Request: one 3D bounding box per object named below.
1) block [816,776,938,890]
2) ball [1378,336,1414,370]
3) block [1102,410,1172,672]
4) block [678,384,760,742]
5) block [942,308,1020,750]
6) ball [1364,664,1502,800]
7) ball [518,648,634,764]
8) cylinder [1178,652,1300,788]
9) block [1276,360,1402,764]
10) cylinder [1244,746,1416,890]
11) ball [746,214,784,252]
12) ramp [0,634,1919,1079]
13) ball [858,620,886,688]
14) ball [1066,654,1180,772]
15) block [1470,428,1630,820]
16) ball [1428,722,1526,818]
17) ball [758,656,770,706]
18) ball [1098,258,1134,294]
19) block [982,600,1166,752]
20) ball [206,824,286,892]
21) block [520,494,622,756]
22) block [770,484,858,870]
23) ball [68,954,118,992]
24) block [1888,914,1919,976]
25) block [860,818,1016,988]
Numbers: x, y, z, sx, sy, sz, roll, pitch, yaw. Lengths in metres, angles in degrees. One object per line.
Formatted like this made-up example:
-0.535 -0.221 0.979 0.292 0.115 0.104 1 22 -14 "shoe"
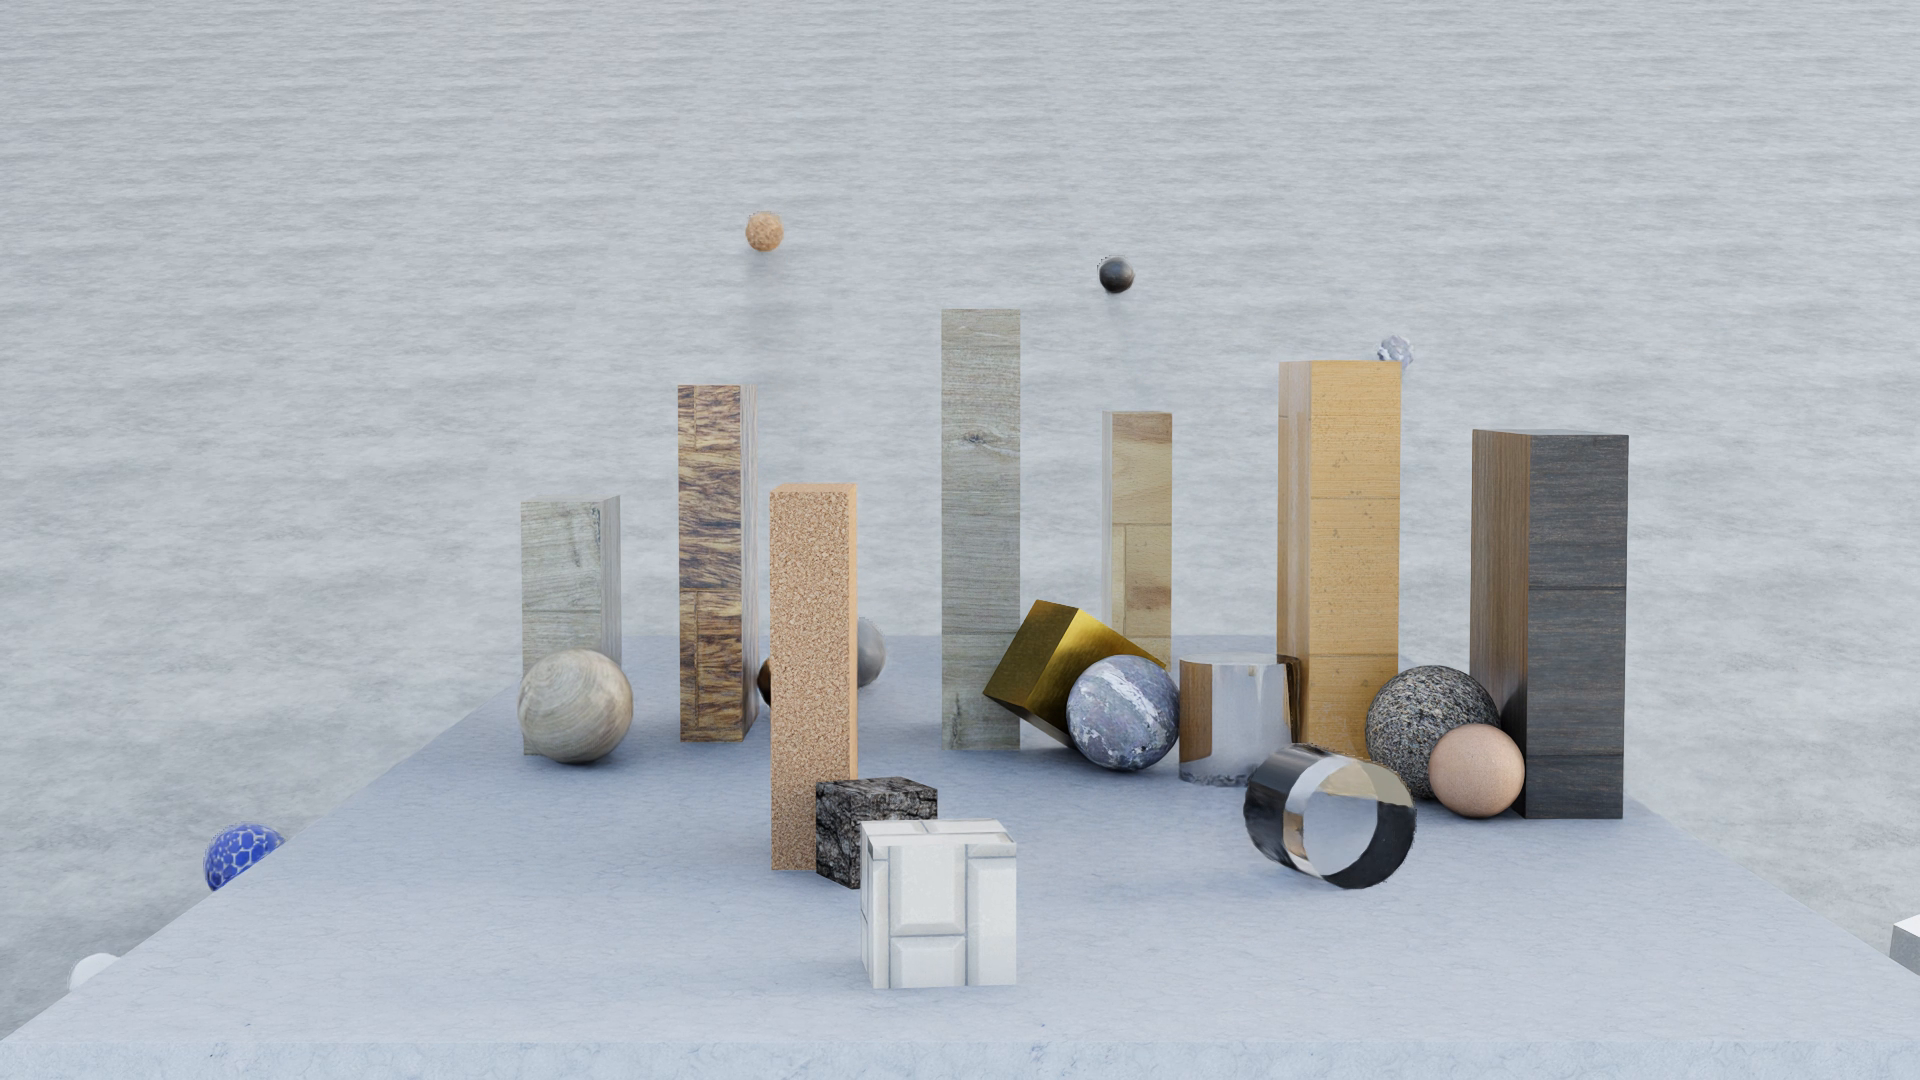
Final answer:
-0.110 0.382 3.363 0.121 0.121 0.121 -2 4 -25 "block"
1.554 -0.665 9.146 0.126 0.126 0.126 0 20 0 "ball"
0.403 -0.007 5.893 0.132 0.575 0.405 0 4 0 "block"
-0.448 0.031 4.792 0.111 0.641 0.397 0 4 0 "block"
0.036 -0.028 4.676 0.138 0.773 0.366 0 4 0 "block"
0.733 0.298 3.980 0.209 0.209 0.209 0 20 0 "ball"
-0.651 0.282 4.353 0.197 0.197 0.197 0 20 0 "ball"
0.456 0.291 4.194 0.196 0.196 0.196 0 4 0 "cylinder"
0.624 0.044 4.268 0.141 0.681 0.413 0 4 0 "block"
0.482 0.361 3.359 0.164 0.164 0.164 -7 6 -20 "cylinder"
-0.827 -1.301 10.866 0.159 0.159 0.159 0 20 0 "ball"
0.046 0.418 4.535 2.000 0.100 4.000 0 4 0 "ramp"
-0.229 0.239 5.395 0.149 0.149 0.149 0 20 0 "ball"
0.274 0.287 4.265 0.195 0.195 0.195 0 20 0 "ball"
0.910 0.116 4.000 0.145 0.570 0.425 0 4 0 "block"
0.767 0.343 3.814 0.142 0.142 0.142 0 20 0 "ball"
-0.326 0.274 4.981 0.131 0.131 0.131 0 20 0 "ball"
0.623 -1.052 10.201 0.142 0.142 0.142 0 20 0 "ball"
0.196 0.241 4.441 0.192 0.192 0.192 33 -8 -19 "block"
-1.474 0.679 5.330 0.179 0.179 0.179 0 20 0 "ball"
-0.690 0.145 4.577 0.137 0.440 0.267 0 4 0 "block"
-0.199 0.179 3.539 0.105 0.504 0.276 0 4 0 "block"
-1.651 0.854 4.935 0.117 0.117 0.117 0 20 0 "ball"
1.907 0.834 4.860 0.205 0.205 0.205 -12 23 -30 "block"
-0.026 0.399 2.836 0.155 0.155 0.155 -1 4 -7 "block"
